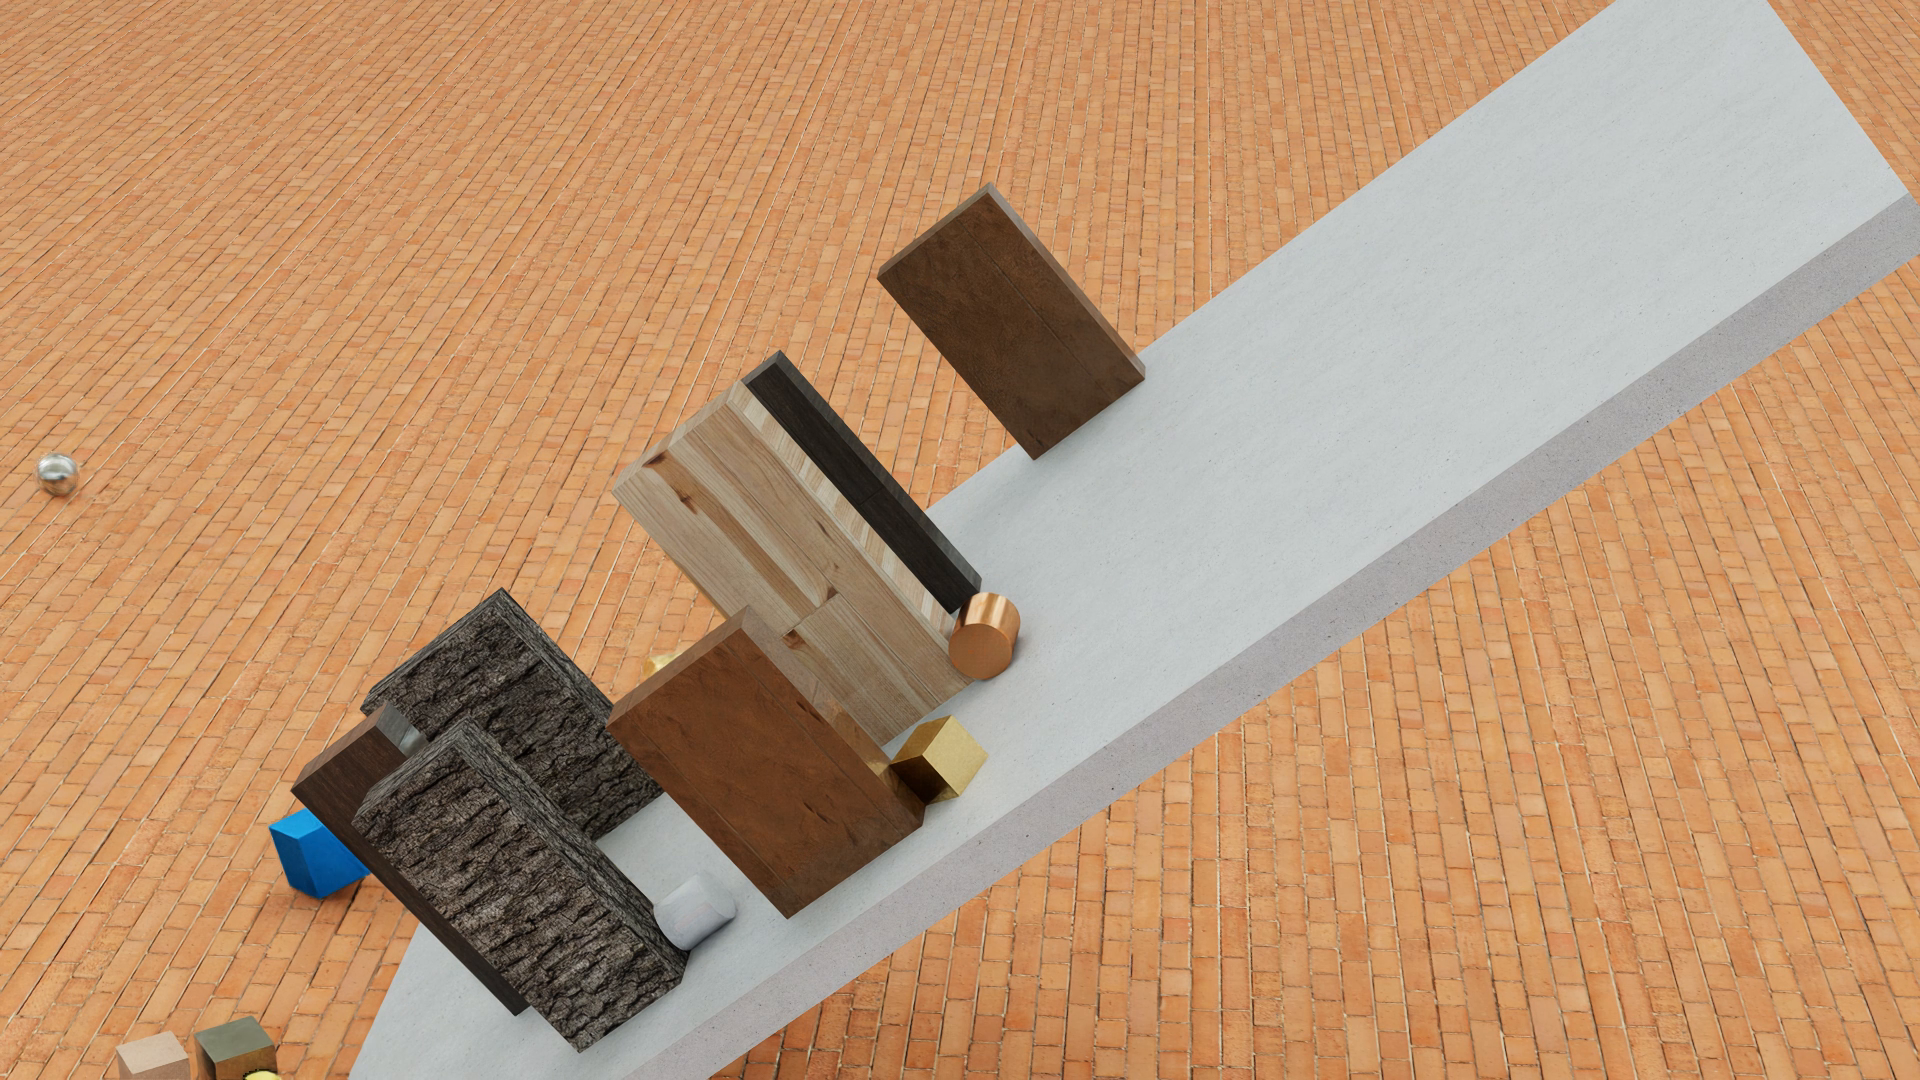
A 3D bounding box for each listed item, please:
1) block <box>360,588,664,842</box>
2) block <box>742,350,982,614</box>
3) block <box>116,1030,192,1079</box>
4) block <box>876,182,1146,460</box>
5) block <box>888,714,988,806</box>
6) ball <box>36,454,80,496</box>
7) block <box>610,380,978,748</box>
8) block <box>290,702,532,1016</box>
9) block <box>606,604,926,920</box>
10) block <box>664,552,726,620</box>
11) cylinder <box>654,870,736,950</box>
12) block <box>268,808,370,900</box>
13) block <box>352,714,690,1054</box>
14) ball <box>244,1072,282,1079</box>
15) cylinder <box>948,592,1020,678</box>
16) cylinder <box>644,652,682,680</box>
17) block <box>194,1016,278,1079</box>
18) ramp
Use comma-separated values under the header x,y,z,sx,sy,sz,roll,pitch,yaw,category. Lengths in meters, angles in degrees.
x,y,z,sx,sy,sz,roll,pitch,yaw,category
-1.056,0.475,7.028,0.436,0.611,0.115,-36,16,18,block
-0.284,-0.068,6.508,0.287,0.694,0.082,-36,16,18,block
-1.909,1.271,6.977,0.134,0.134,0.134,-14,27,-28,block
0.123,-0.512,6.939,0.338,0.584,0.087,-36,16,18,block
-0.041,0.426,5.683,0.113,0.113,0.113,-21,25,51,block
-3.173,-0.229,10.344,0.148,0.148,0.148,0,24,0,ball
-0.330,0.071,6.079,0.330,0.781,0.115,-36,16,18,block
-1.097,0.694,6.359,0.258,0.707,0.114,-36,16,18,block
-0.370,0.432,5.668,0.347,0.531,0.104,-36,16,18,block
-0.436,0.075,6.977,0.312,0.428,0.113,-36,16,18,block
-0.539,0.752,5.976,0.118,0.118,0.118,-37,19,15,cylinder
-1.700,0.822,7.857,0.181,0.181,0.181,-27,21,-32,block
-0.873,0.693,5.899,0.279,0.670,0.144,-36,16,18,block
-1.635,1.311,6.892,0.130,0.130,0.130,0,24,0,ball
0.051,0.196,6.049,0.131,0.131,0.131,4,28,8,cylinder
-0.836,0.425,8.831,0.178,0.178,0.178,-10,26,-22,cylinder
-1.723,1.251,7.008,0.147,0.147,0.147,-15,28,-30,block
0.119,0.186,6.344,4.000,0.100,2.000,-36,16,18,ramp
